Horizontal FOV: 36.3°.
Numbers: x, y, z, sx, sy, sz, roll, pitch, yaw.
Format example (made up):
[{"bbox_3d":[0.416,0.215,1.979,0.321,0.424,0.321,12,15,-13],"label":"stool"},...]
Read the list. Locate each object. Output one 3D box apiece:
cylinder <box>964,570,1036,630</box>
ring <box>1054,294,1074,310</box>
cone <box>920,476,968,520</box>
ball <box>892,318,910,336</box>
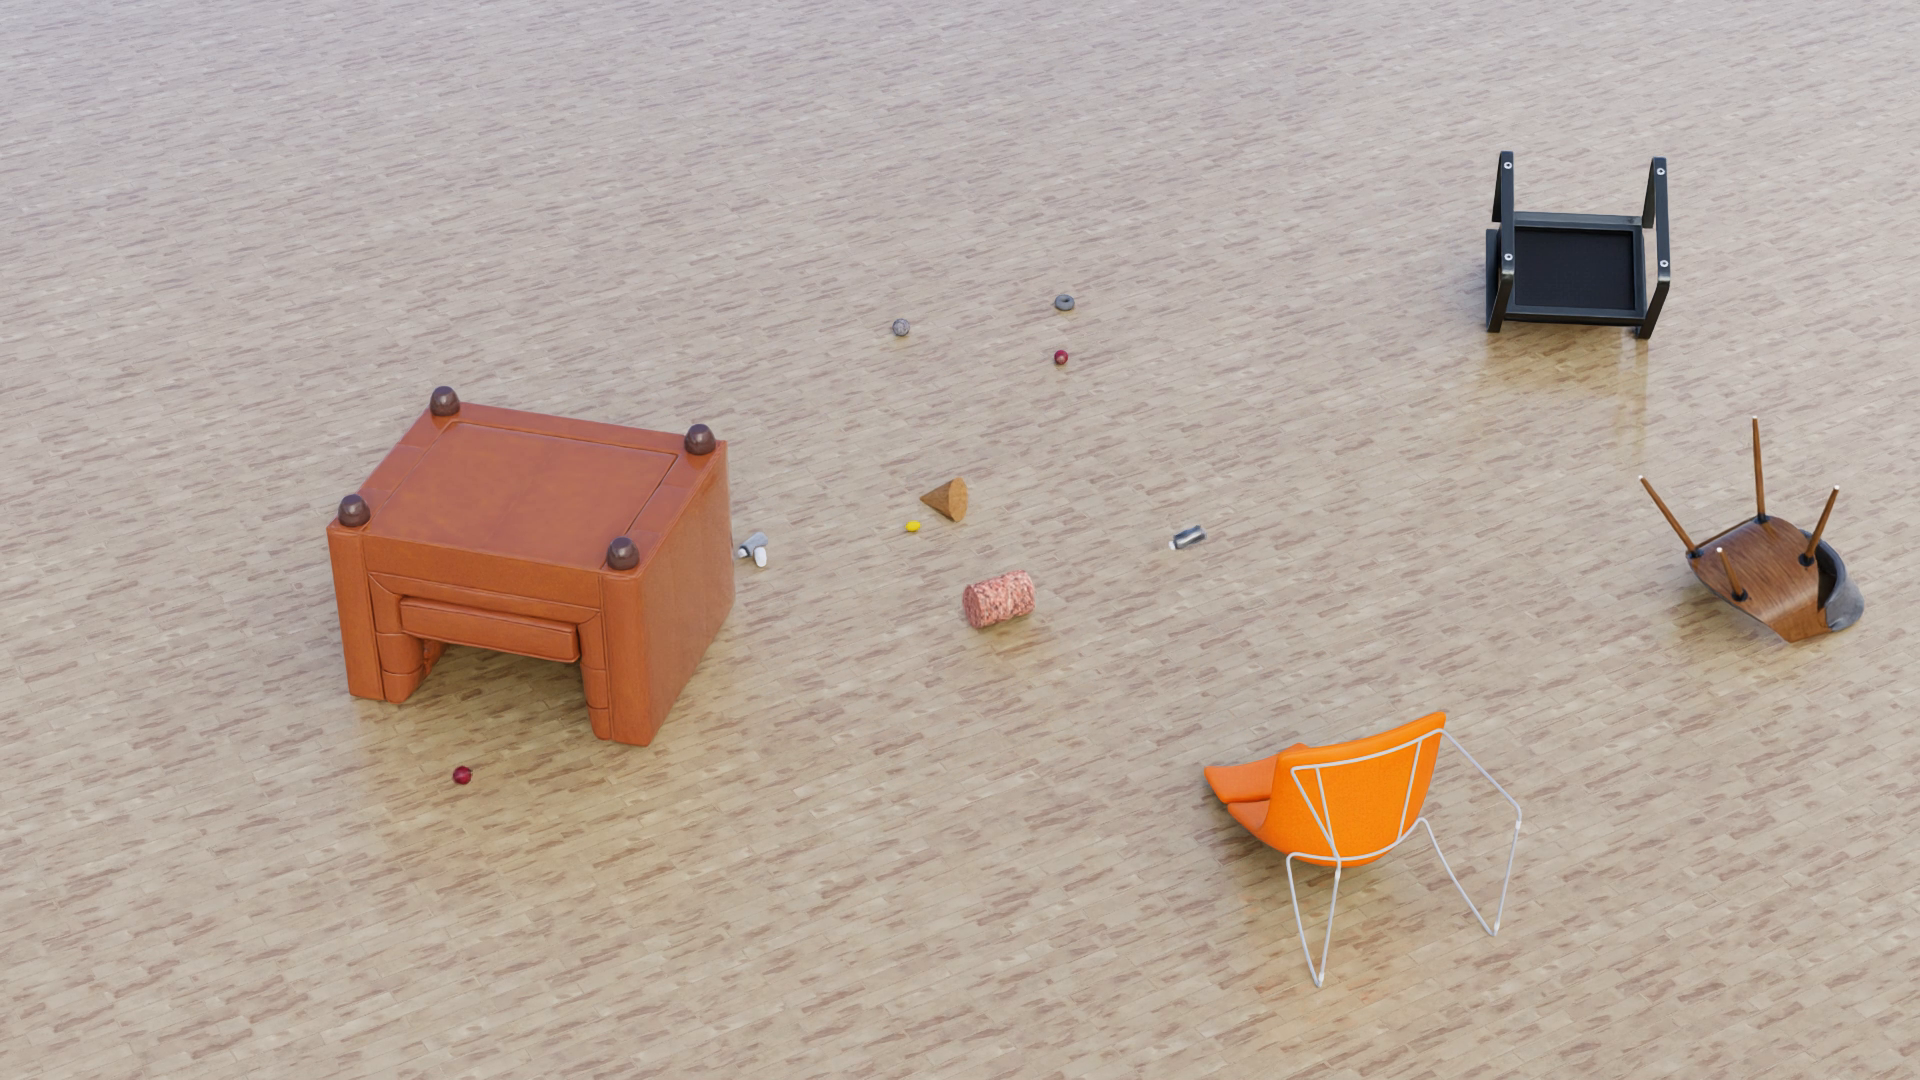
[{"bbox_3d":[0.141,0.213,10.469,0.218,0.167,0.136,-16,37,-23],"label":"cylinder"},{"bbox_3d":[0.444,-1.008,12.441,0.083,0.037,0.107,-7,33,-8],"label":"ring"},{"bbox_3d":[-0.083,-0.157,11.115,0.211,0.167,0.108,2,1,44],"label":"cone"},{"bbox_3d":[-0.244,-0.888,12.225,0.074,0.074,0.074,0,33,0],"label":"ball"}]
